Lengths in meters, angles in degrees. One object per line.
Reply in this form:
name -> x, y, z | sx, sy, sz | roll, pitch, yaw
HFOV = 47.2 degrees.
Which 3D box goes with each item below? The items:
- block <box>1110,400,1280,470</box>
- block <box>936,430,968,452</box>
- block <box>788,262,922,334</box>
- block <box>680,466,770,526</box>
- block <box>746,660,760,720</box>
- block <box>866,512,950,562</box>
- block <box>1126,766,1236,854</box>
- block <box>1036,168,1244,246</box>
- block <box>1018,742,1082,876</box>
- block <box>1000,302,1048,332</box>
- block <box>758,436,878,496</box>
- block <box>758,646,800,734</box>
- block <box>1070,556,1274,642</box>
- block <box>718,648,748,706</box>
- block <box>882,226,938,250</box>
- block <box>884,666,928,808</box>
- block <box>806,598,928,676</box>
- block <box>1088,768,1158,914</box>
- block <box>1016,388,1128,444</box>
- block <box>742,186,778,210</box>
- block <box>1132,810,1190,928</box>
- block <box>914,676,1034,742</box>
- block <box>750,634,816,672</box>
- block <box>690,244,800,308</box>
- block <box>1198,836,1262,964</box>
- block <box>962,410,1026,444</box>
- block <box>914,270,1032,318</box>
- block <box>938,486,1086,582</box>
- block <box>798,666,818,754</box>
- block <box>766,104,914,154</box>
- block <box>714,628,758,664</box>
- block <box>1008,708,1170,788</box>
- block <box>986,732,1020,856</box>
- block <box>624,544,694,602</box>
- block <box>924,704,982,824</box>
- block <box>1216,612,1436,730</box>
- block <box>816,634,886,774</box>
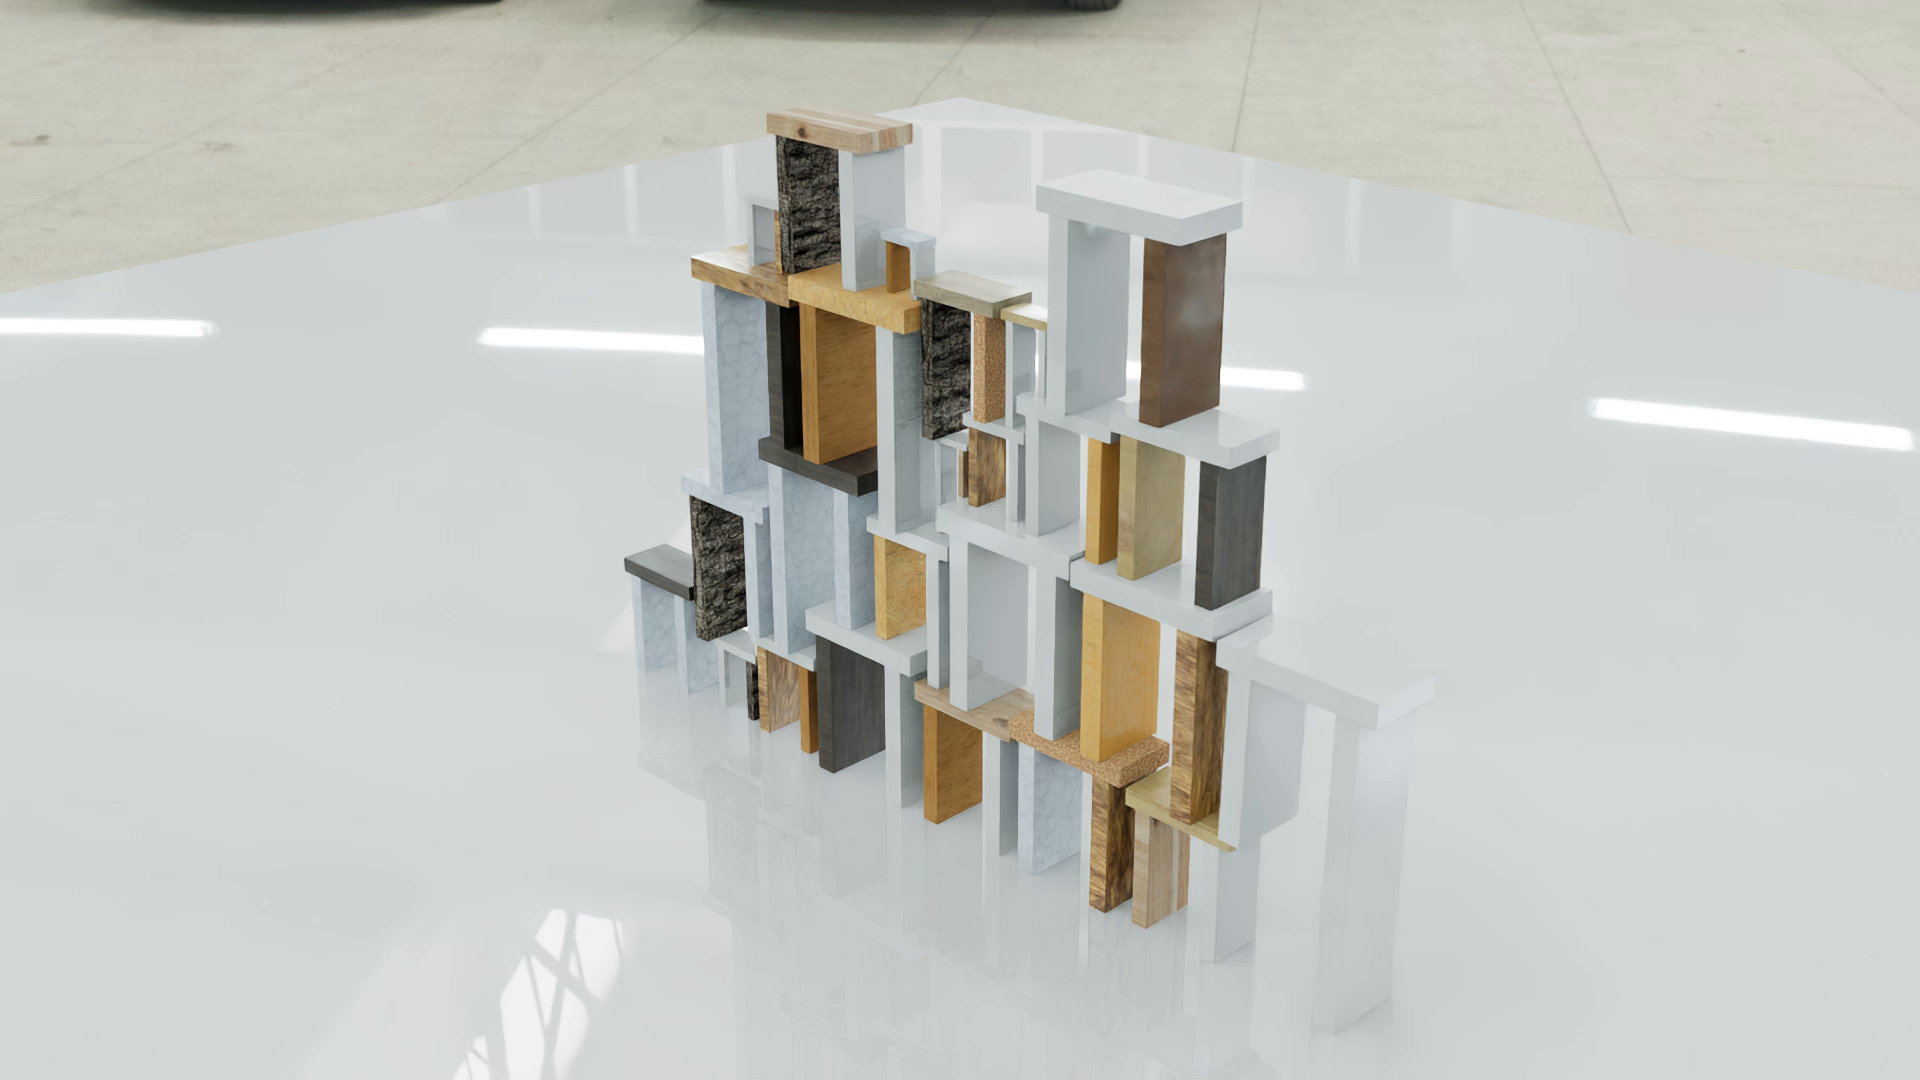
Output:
block -> 0.395, -0.186, 3.714 | 0.131, 0.037, 0.263 | -21, 31, -40
block -> -0.005, -0.190, 4.157 | 0.095, 0.014, 0.048 | 21, 31, 40
block -> -0.160, -0.467, 4.199 | 0.324, 0.046, 0.162 | 21, 31, 41
block -> -0.456, -0.103, 4.677 | 0.268, 0.038, 0.134 | 21, 31, 40
block -> -0.434, 0.319, 4.827 | 0.020, 0.142, 0.071 | 21, 31, 41
block -> -0.066, -0.017, 4.290 | 0.221, 0.031, 0.111 | 21, 30, 40
block -> 0.429, 0.483, 3.962 | 0.121, 0.034, 0.241 | -21, 31, -40
block -> 0.297, -0.557, 3.669 | 0.159, 0.045, 0.318 | -21, 31, -40
block -> 0.175, 0.495, 4.238 | 0.039, 0.278, 0.139 | 21, 31, 41
block -> 0.138, -0.395, 3.907 | 0.062, 0.017, 0.123 | -21, 30, -40
block -> -0.253, -0.165, 4.429 | 0.297, 0.042, 0.149 | 21, 31, 41
block -> -0.389, 0.308, 4.775 | 0.101, 0.202, 0.029 | -21, 31, -41
block -> 0.368, 0.084, 3.857 | 0.163, 0.046, 0.326 | -21, 31, -40
block -> -0.502, 0.293, 4.888 | 0.020, 0.142, 0.071 | 21, 31, 41
block -> -0.095, -0.561, 4.085 | 0.050, 0.014, 0.101 | -20, 30, -38
block -> -0.080, 0.377, 4.476 | 0.044, 0.310, 0.155 | 21, 31, 41
block -> -0.153, 0.186, 4.475 | 0.310, 0.044, 0.155 | 21, 31, 41
block -> 0.306, 0.546, 4.118 | 0.039, 0.278, 0.139 | 21, 31, 41
block -> 0.219, -0.226, 3.888 | 0.112, 0.032, 0.224 | -21, 31, -40
block -> -0.364, -0.672, 4.340 | 0.063, 0.018, 0.127 | -21, 31, -41
block -> 0.374, 0.587, 4.069 | 0.121, 0.241, 0.034 | -21, 31, -41
block -> 0.048, 0.316, 4.303 | 0.260, 0.037, 0.130 | 21, 31, 41
block -> -0.342, 0.220, 4.686 | 0.101, 0.029, 0.203 | -21, 31, -41
block -> -0.386, -0.533, 4.415 | 0.151, 0.043, 0.302 | -21, 31, -41
block -> 0.487, 0.631, 3.963 | 0.034, 0.241, 0.121 | 21, 31, 41
block -> 0.088, -0.214, 4.046 | 0.156, 0.022, 0.078 | 21, 31, 40
block -> 0.022, -0.451, 4.016 | 0.102, 0.029, 0.204 | -21, 31, -40
block -> 0.135, -0.018, 4.072 | 0.167, 0.047, 0.335 | -21, 31, -41
block -> -0.294, 0.346, 4.687 | 0.101, 0.202, 0.029 | -21, 31, -41
block -> -0.228, -0.776, 4.144 | 0.132, 0.037, 0.265 | -21, 31, -41
block -> -0.468, 0.231, 4.826 | 0.142, 0.020, 0.071 | 21, 31, 40
block -> 0.240, 0.374, 4.116 | 0.278, 0.039, 0.139 | 21, 31, 41
block -> 0.110, 0.476, 4.305 | 0.037, 0.260, 0.130 | 21, 31, 41
block -> -0.637, 0.071, 4.948 | 0.235, 0.033, 0.117 | 21, 31, 41
block -> -0.013, 0.429, 4.418 | 0.037, 0.260, 0.130 | 21, 31, 41
block -> 0.605, 0.214, 3.655 | 0.326, 0.046, 0.163 | 22, 31, 40
block -> -0.226, 0.320, 4.611 | 0.044, 0.310, 0.155 | 21, 31, 41
